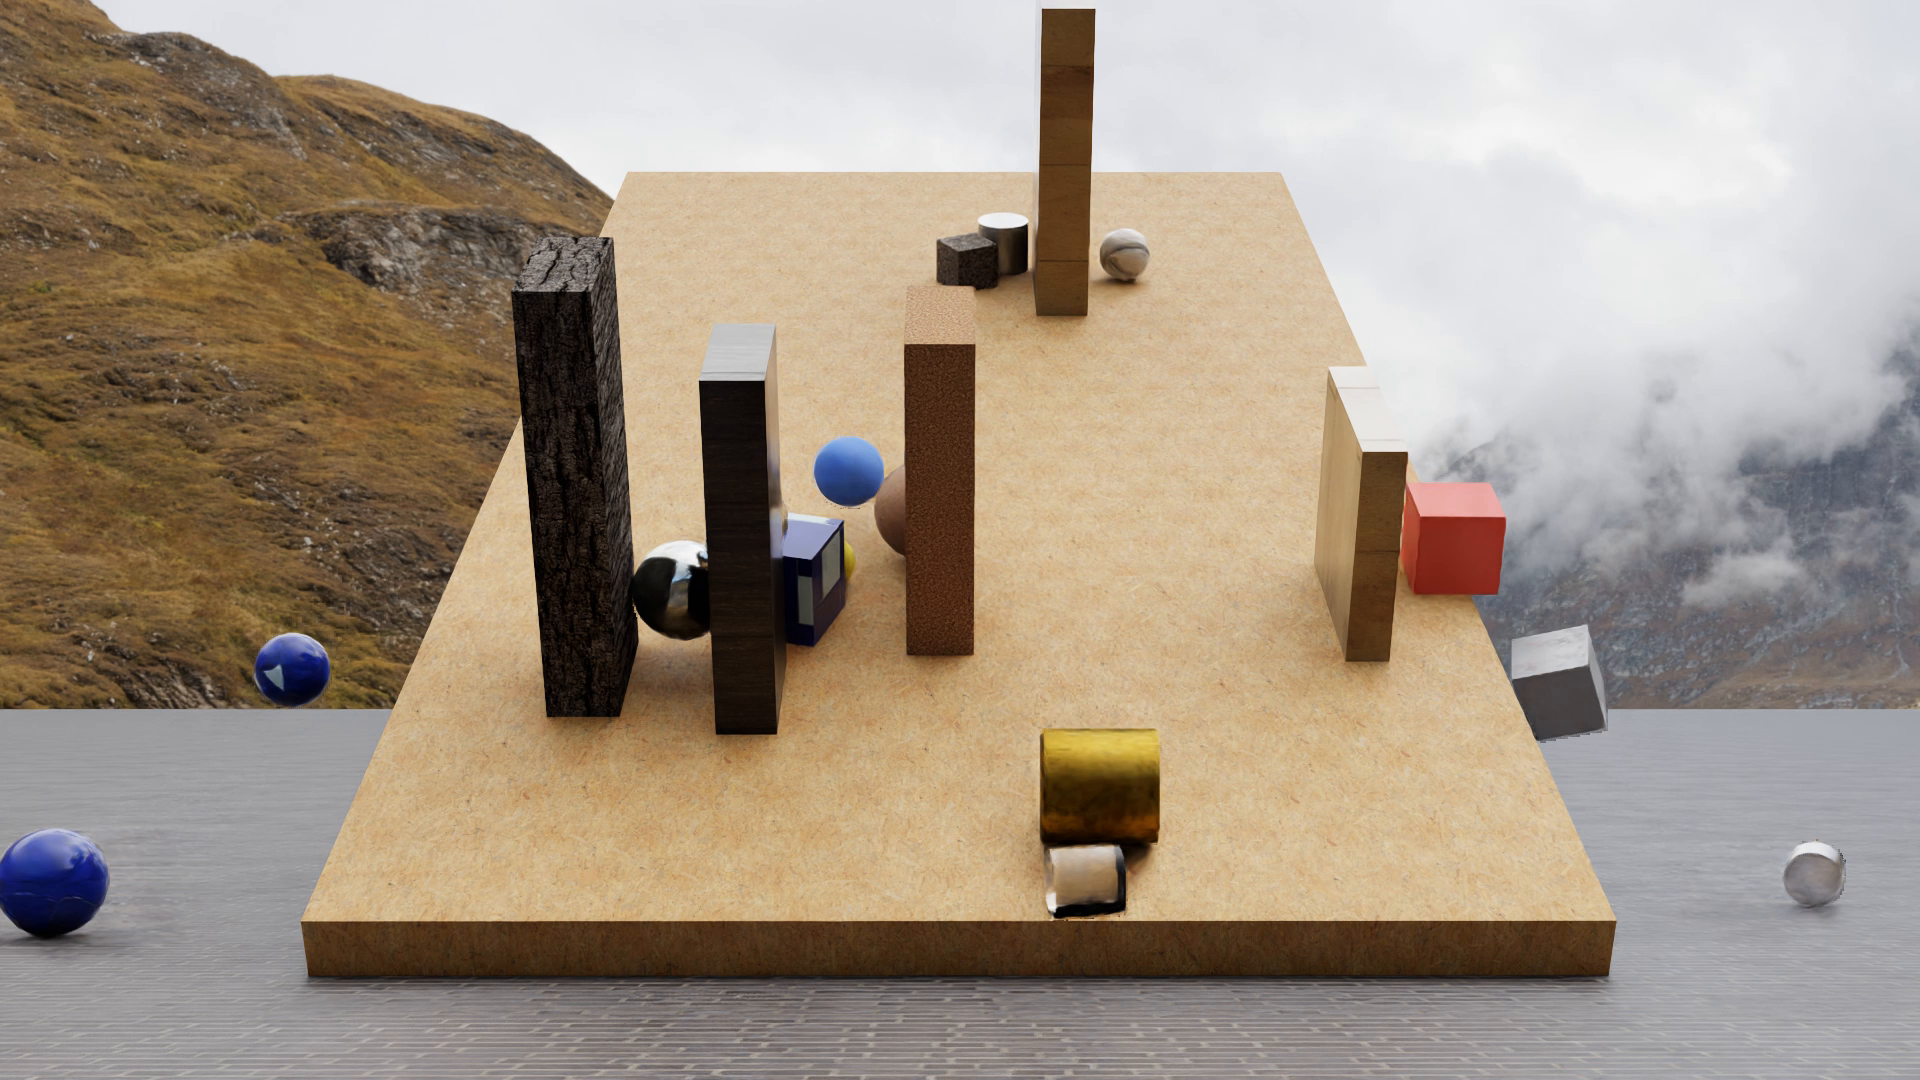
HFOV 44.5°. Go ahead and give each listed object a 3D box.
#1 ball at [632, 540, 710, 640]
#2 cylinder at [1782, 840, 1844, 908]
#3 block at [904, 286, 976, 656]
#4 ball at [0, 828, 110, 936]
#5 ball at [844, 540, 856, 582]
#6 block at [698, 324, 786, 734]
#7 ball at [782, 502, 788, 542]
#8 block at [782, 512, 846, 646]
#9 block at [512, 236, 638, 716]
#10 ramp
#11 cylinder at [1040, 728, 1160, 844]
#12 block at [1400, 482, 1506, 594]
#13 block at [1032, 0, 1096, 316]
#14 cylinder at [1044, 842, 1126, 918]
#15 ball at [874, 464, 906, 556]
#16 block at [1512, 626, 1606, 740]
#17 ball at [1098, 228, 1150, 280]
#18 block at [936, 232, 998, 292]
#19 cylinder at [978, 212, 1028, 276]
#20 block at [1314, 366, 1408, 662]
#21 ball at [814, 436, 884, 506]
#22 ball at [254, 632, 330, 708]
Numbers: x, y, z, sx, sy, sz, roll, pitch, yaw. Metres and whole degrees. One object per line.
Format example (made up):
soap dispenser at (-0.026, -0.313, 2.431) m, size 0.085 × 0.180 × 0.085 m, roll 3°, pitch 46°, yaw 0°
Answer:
ball at (-0.508, 0.092, 4.298) m, size 0.184 × 0.184 × 0.184 m, roll 0°, pitch -4°, yaw 0°
cylinder at (1.757, 0.688, 4.827) m, size 0.114 × 0.114 × 0.114 m, roll -2°, pitch 5°, yaw 24°
block at (-0.037, -0.130, 4.348) m, size 0.125 × 0.612 × 0.309 m, roll 0°, pitch 25°, yaw 0°
ball at (-1.633, 0.615, 4.221) m, size 0.193 × 0.193 × 0.193 m, roll 0°, pitch -4°, yaw 0°
ball at (-0.261, 0.043, 4.564) m, size 0.115 × 0.115 × 0.115 m, roll 0°, pitch -4°, yaw 0°
block at (-0.371, -0.017, 4.053) m, size 0.106 × 0.659 × 0.269 m, roll 0°, pitch 25°, yaw 0°
ball at (-0.383, -0.033, 4.273) m, size 0.143 × 0.143 × 0.143 m, roll 0°, pitch -4°, yaw 0°
block at (-0.333, 0.070, 4.430) m, size 0.181 × 0.181 × 0.181 m, roll 7°, pitch 26°, yaw 15°
block at (-0.663, -0.106, 4.088) m, size 0.128 × 0.788 × 0.285 m, roll 0°, pitch 25°, yaw 0°
ramp at (-0.009, -0.229, 5.394) m, size 2.000 × 0.100 × 4.000 m, roll 0°, pitch 25°, yaw 0°
cylinder at (0.221, 0.392, 3.737) m, size 0.182 × 0.182 × 0.182 m, roll 0°, pitch -4°, yaw 0°
block at (0.968, -0.004, 4.612) m, size 0.165 × 0.165 × 0.165 m, roll 0°, pitch 25°, yaw 0°
block at (0.261, -1.015, 6.021) m, size 0.131 × 0.787 × 0.394 m, roll 0°, pitch 25°, yaw 0°
cylinder at (0.190, 0.517, 3.567) m, size 0.108 × 0.108 × 0.108 m, roll -3°, pitch -4°, yaw -7°
ball at (-0.071, -0.060, 4.682) m, size 0.201 × 0.201 × 0.201 m, roll 0°, pitch -4°, yaw 0°
block at (1.129, 0.270, 4.423) m, size 0.143 × 0.143 × 0.143 m, roll -13°, pitch 25°, yaw 20°
ball at (0.439, -0.762, 6.247) m, size 0.138 × 0.138 × 0.138 m, roll 0°, pitch -4°, yaw 0°
block at (0.018, -0.732, 6.204) m, size 0.118 × 0.118 × 0.118 m, roll -14°, pitch 29°, yaw -27°
cylinder at (0.116, -0.796, 6.320) m, size 0.136 × 0.136 × 0.136 m, roll 0°, pitch 25°, yaw 0°
block at (0.750, -0.055, 4.419) m, size 0.081 × 0.420 × 0.416 m, roll 0°, pitch 25°, yaw 0°
ball at (-0.227, -0.141, 4.813) m, size 0.145 × 0.145 × 0.145 m, roll 0°, pitch -4°, yaw 0°
ball at (-1.216, 0.237, 4.271) m, size 0.135 × 0.135 × 0.135 m, roll 0°, pitch -4°, yaw 0°
